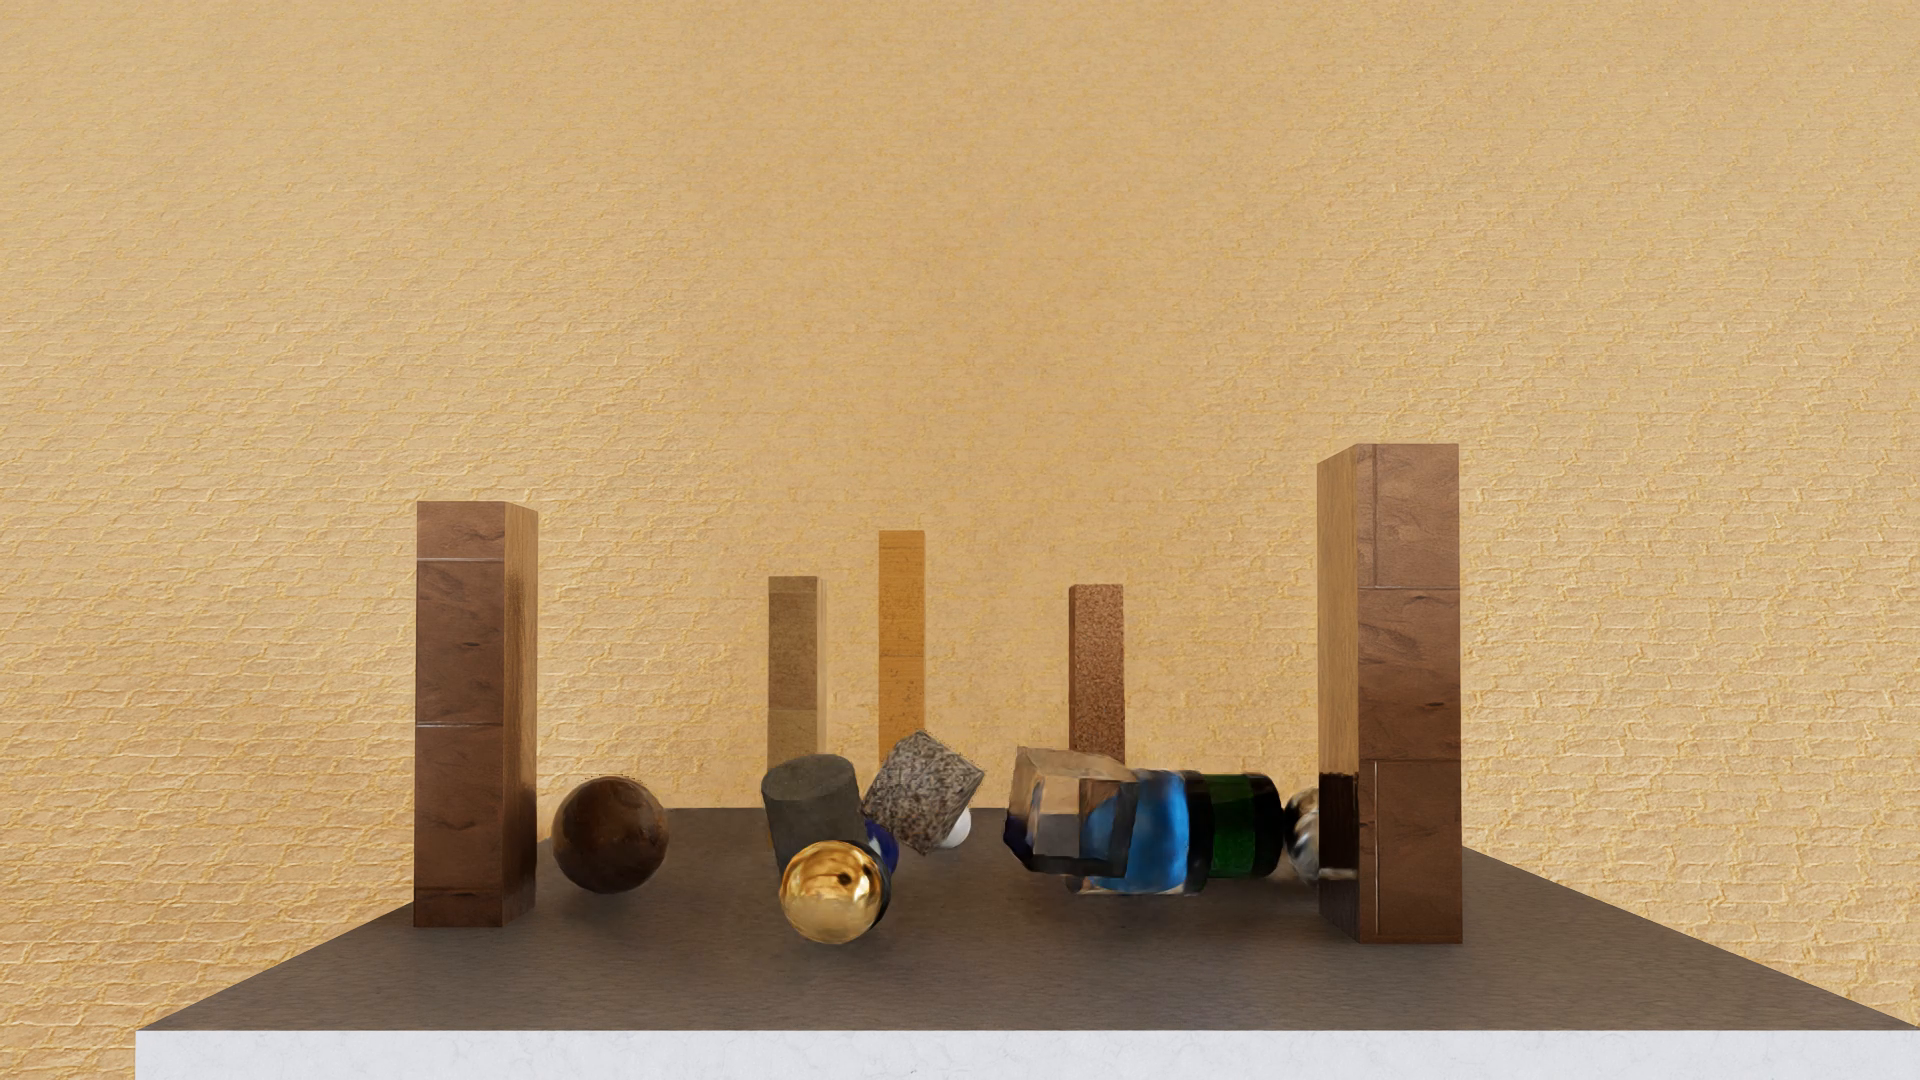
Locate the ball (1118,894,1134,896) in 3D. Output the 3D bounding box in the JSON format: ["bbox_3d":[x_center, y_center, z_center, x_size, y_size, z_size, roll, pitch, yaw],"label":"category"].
[{"bbox_3d":[0.284,0.513,4.478,0.197,0.197,0.197,0,36,0],"label":"ball"}]

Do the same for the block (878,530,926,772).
[{"bbox_3d":[-0.136,0.334,6.221,0.105,0.697,0.385,0,-2,0],"label":"block"}]

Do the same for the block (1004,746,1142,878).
[{"bbox_3d":[0.170,0.416,3.982,0.152,0.152,0.152,6,10,-16],"label":"block"}]

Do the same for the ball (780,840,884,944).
[{"bbox_3d":[-0.182,0.501,3.697,0.148,0.148,0.148,0,36,0],"label":"ball"}]

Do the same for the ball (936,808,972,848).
[{"bbox_3d":[-0.033,0.597,5.510,0.113,0.113,0.113,0,36,0],"label":"ball"}]

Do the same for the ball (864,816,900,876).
[{"bbox_3d":[-0.176,0.544,4.539,0.140,0.140,0.140,0,36,0],"label":"ball"}]

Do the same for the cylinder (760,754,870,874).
[{"bbox_3d":[-0.232,0.450,4.199,0.153,0.153,0.153,-9,23,4],"label":"cylinder"}]

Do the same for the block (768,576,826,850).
[{"bbox_3d":[-0.353,0.372,5.670,0.103,0.575,0.386,0,-2,0],"label":"block"}]

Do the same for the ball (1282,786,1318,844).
[{"bbox_3d":[0.655,0.519,4.753,0.137,0.137,0.137,0,36,0],"label":"ball"}]

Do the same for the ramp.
[{"bbox_3d":[0.080,0.679,4.898,2.000,0.100,4.000,0,-2,0],"label":"ramp"}]

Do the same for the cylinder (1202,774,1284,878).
[{"bbox_3d":[0.468,0.527,4.796,0.193,0.193,0.193,1,35,-18],"label":"cylinder"}]

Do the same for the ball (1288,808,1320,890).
[{"bbox_3d":[0.648,0.540,4.549,0.149,0.149,0.149,0,36,0],"label":"ball"}]

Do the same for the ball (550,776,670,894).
[{"bbox_3d":[-0.605,0.511,4.499,0.203,0.203,0.203,0,36,0],"label":"ball"}]

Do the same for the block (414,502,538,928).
[{"bbox_3d":[-0.767,0.272,4.139,0.135,0.651,0.315,0,-2,0],"label":"block"}]

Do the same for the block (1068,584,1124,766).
[{"bbox_3d":[0.248,0.353,4.752,0.086,0.538,0.287,0,-2,0],"label":"block"}]

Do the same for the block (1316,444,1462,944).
[{"bbox_3d":[0.650,0.229,3.970,0.148,0.722,0.423,0,-2,0],"label":"block"}]

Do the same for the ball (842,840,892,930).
[{"bbox_3d":[-0.172,0.514,3.842,0.143,0.143,0.143,0,36,0],"label":"ball"}]

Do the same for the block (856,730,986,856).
[{"bbox_3d":[-0.051,0.337,3.483,0.109,0.109,0.109,33,13,10],"label":"block"}]
